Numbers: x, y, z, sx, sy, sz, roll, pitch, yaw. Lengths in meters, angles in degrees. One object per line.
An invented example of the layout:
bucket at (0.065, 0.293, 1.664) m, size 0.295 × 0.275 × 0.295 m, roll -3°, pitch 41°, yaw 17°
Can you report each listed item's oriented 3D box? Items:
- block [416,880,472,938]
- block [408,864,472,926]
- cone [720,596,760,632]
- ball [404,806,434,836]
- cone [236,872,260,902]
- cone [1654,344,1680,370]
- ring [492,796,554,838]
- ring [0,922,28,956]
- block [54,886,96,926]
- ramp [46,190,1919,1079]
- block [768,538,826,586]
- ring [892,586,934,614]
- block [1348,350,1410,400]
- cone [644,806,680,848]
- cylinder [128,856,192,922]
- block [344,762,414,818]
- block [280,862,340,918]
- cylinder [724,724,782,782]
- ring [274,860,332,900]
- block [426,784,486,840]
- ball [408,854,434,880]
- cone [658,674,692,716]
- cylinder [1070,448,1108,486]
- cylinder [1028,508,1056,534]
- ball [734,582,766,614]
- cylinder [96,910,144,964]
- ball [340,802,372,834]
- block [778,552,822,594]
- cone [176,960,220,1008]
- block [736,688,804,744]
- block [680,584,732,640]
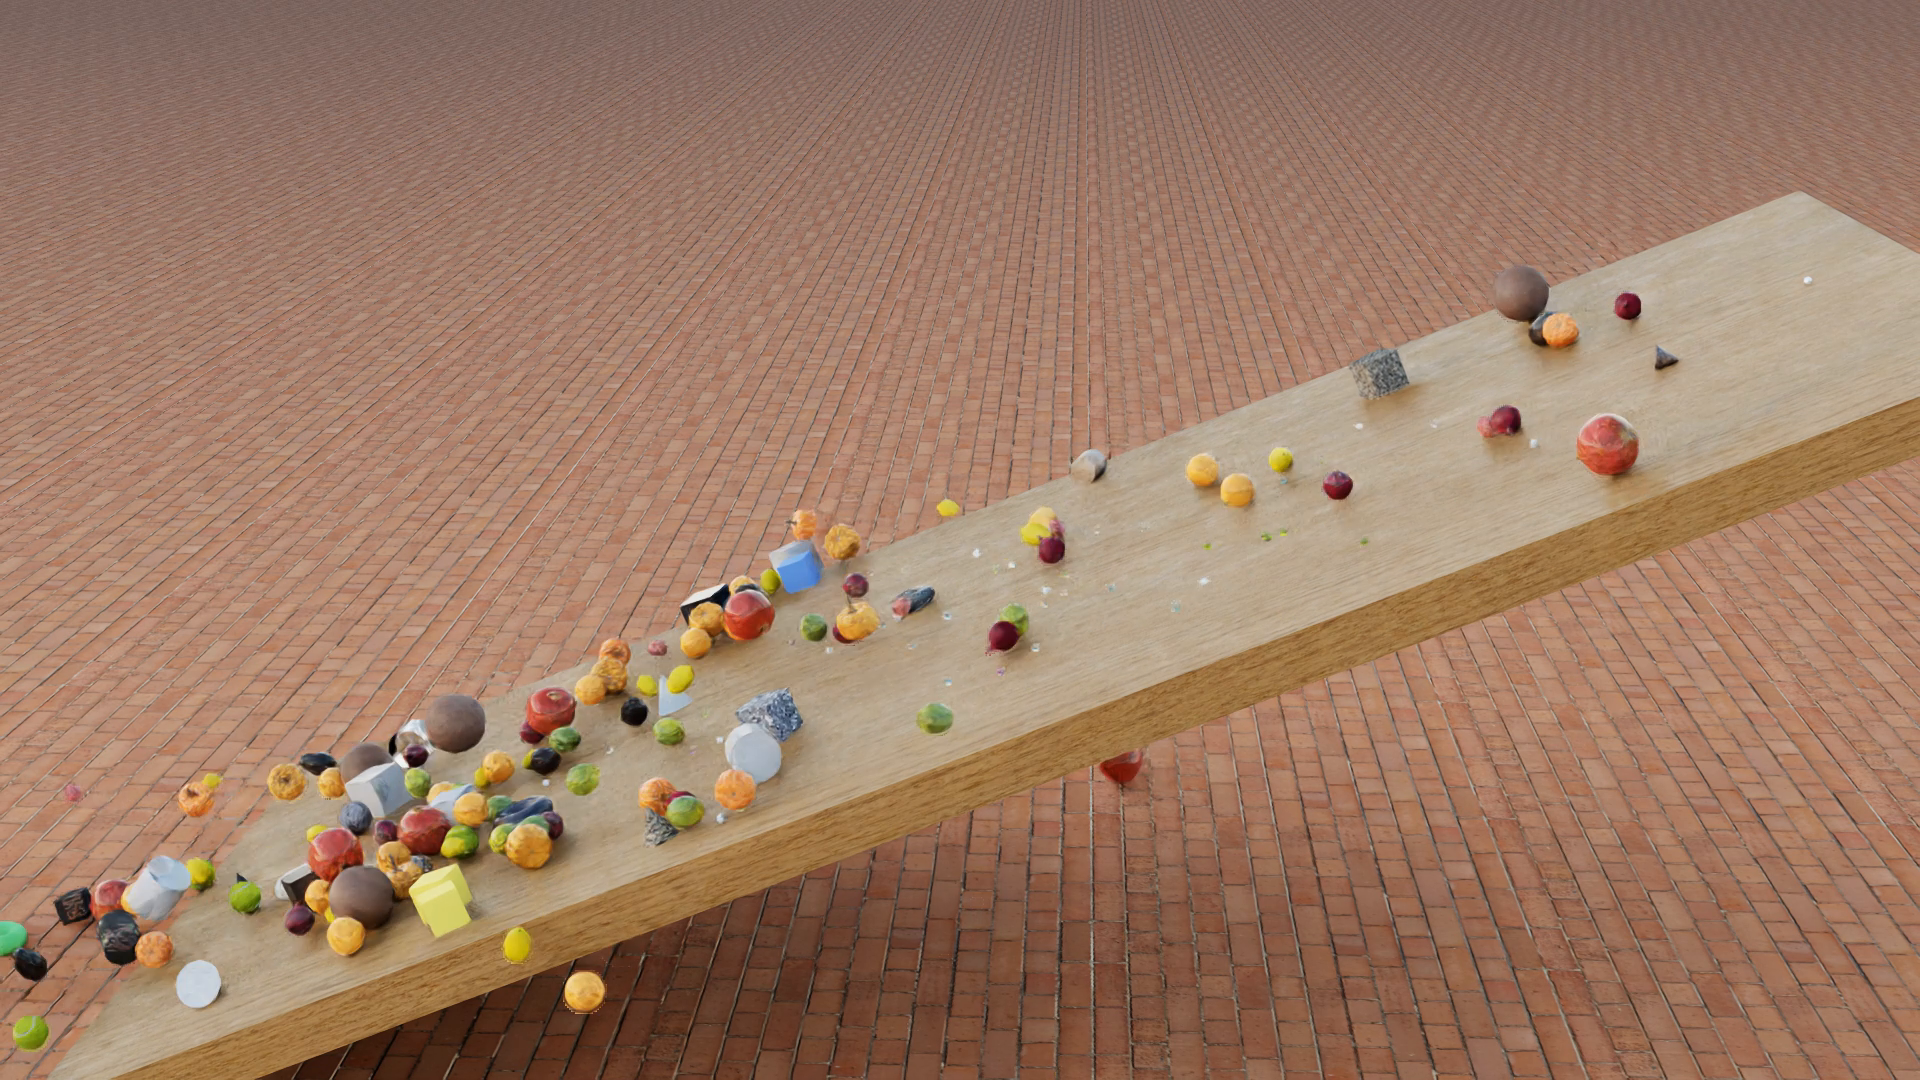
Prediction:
block at (-0.984, 0.702, 5.601) m, size 0.073 × 0.073 × 0.073 m, roll -26°, pitch 12°, yaw -13°
block at (-1.006, 0.686, 5.700) m, size 0.077 × 0.077 × 0.077 m, roll -19°, pitch 13°, yaw 19°
cone at (-0.519, 0.187, 7.061) m, size 0.090 × 0.090 × 0.090 m, roll 10°, pitch 16°, yaw 16°
ball at (-1.172, 0.608, 6.365) m, size 0.065 × 0.065 × 0.065 m, roll 0°, pitch 14°, yaw 0°
cone at (-1.583, 0.758, 6.486) m, size 0.057 × 0.057 × 0.057 m, roll -22°, pitch 12°, yaw 5°
cone at (1.434, -0.367, 5.954) m, size 0.052 × 0.052 × 0.052 m, roll 6°, pitch 15°, yaw 7°
ring at (-0.905, 0.572, 6.088) m, size 0.136 × 0.045 × 0.136 m, roll -23°, pitch 11°, yaw 5°
ring at (-2.168, 0.897, 6.616) m, size 0.136 × 0.045 × 0.136 m, roll 1°, pitch 15°, yaw 0°
block at (-2.037, 0.842, 6.771) m, size 0.059 × 0.059 × 0.059 m, roll -17°, pitch 11°, yaw 12°
ramp at (0.125, 0.173, 6.289) m, size 4.000 × 0.100 × 2.000 m, roll -21°, pitch 12°, yaw 7°
block at (-0.407, 0.054, 7.326) m, size 0.087 × 0.087 × 0.087 m, roll -26°, pitch 8°, yaw -32°
ring at (-0.105, 0.134, 6.552) m, size 0.105 × 0.035 × 0.105 m, roll -23°, pitch 12°, yaw 5°
block at (0.957, -0.379, 6.719) m, size 0.086 × 0.086 × 0.086 m, roll -27°, pitch 13°, yaw -17°
cone at (-0.582, 0.535, 5.593) m, size 0.073 × 0.073 × 0.073 m, roll -22°, pitch 12°, yaw 5°
cylinder at (-1.715, 0.747, 6.301) m, size 0.099 × 0.099 × 0.099 m, roll 30°, pitch 25°, yaw -16°
block at (-1.330, 0.575, 6.730) m, size 0.092 × 0.092 × 0.092 m, roll -13°, pitch 16°, yaw 39°
block at (-1.357, 0.729, 6.141) m, size 0.081 × 0.081 × 0.081 m, roll -28°, pitch 13°, yaw -23°
cylinder at (-0.402, 0.414, 5.718) m, size 0.100 × 0.100 × 0.100 m, roll -3°, pitch 7°, yaw -11°
ring at (-1.412, 0.731, 6.324) m, size 0.131 × 0.044 × 0.131 m, roll -23°, pitch 11°, yaw 5°
block at (-1.077, 0.580, 6.281) m, size 0.079 × 0.079 × 0.079 m, roll -18°, pitch 13°, yaw 22°
ball at (-1.102, 0.669, 6.010) m, size 0.052 × 0.052 × 0.052 m, roll 0°, pitch 14°, yaw 0°
cone at (-0.651, 0.335, 6.557) m, size 0.084 × 0.084 × 0.084 m, roll -22°, pitch 12°, yaw 5°
cylinder at (0.308, -0.176, 7.058) m, size 0.067 × 0.067 × 0.067 m, roll 9°, pitch 35°, yaw 32°
cylinder at (0.190, -0.044, 6.748) m, size 0.050 × 0.050 × 0.050 m, roll 5°, pitch 22°, yaw 19°
ball at (-0.512, 0.142, 7.153) m, size 0.077 × 0.077 × 0.077 m, roll 0°, pitch 14°, yaw 0°
cylinder at (-1.788, 0.846, 6.264) m, size 0.083 × 0.083 × 0.083 m, roll -7°, pitch 32°, yaw -27°
ball at (-1.359, 0.625, 6.618) m, size 0.071 × 0.071 × 0.071 m, roll 0°, pitch 14°, yaw 0°
block at (-0.395, 0.080, 7.220) m, size 0.071 × 0.071 × 0.071 m, roll -19°, pitch 13°, yaw 17°
cone at (-1.485, 0.880, 5.814) m, size 0.094 × 0.094 × 0.094 m, roll 3°, pitch -11°, yaw 12°
block at (-0.387, 0.362, 5.963) m, size 0.083 × 0.083 × 0.083 m, roll -14°, pitch 15°, yaw 37°
block at (-0.606, 0.175, 7.143) m, size 0.093 × 0.093 × 0.093 m, roll -17°, pitch 13°, yaw 24°
